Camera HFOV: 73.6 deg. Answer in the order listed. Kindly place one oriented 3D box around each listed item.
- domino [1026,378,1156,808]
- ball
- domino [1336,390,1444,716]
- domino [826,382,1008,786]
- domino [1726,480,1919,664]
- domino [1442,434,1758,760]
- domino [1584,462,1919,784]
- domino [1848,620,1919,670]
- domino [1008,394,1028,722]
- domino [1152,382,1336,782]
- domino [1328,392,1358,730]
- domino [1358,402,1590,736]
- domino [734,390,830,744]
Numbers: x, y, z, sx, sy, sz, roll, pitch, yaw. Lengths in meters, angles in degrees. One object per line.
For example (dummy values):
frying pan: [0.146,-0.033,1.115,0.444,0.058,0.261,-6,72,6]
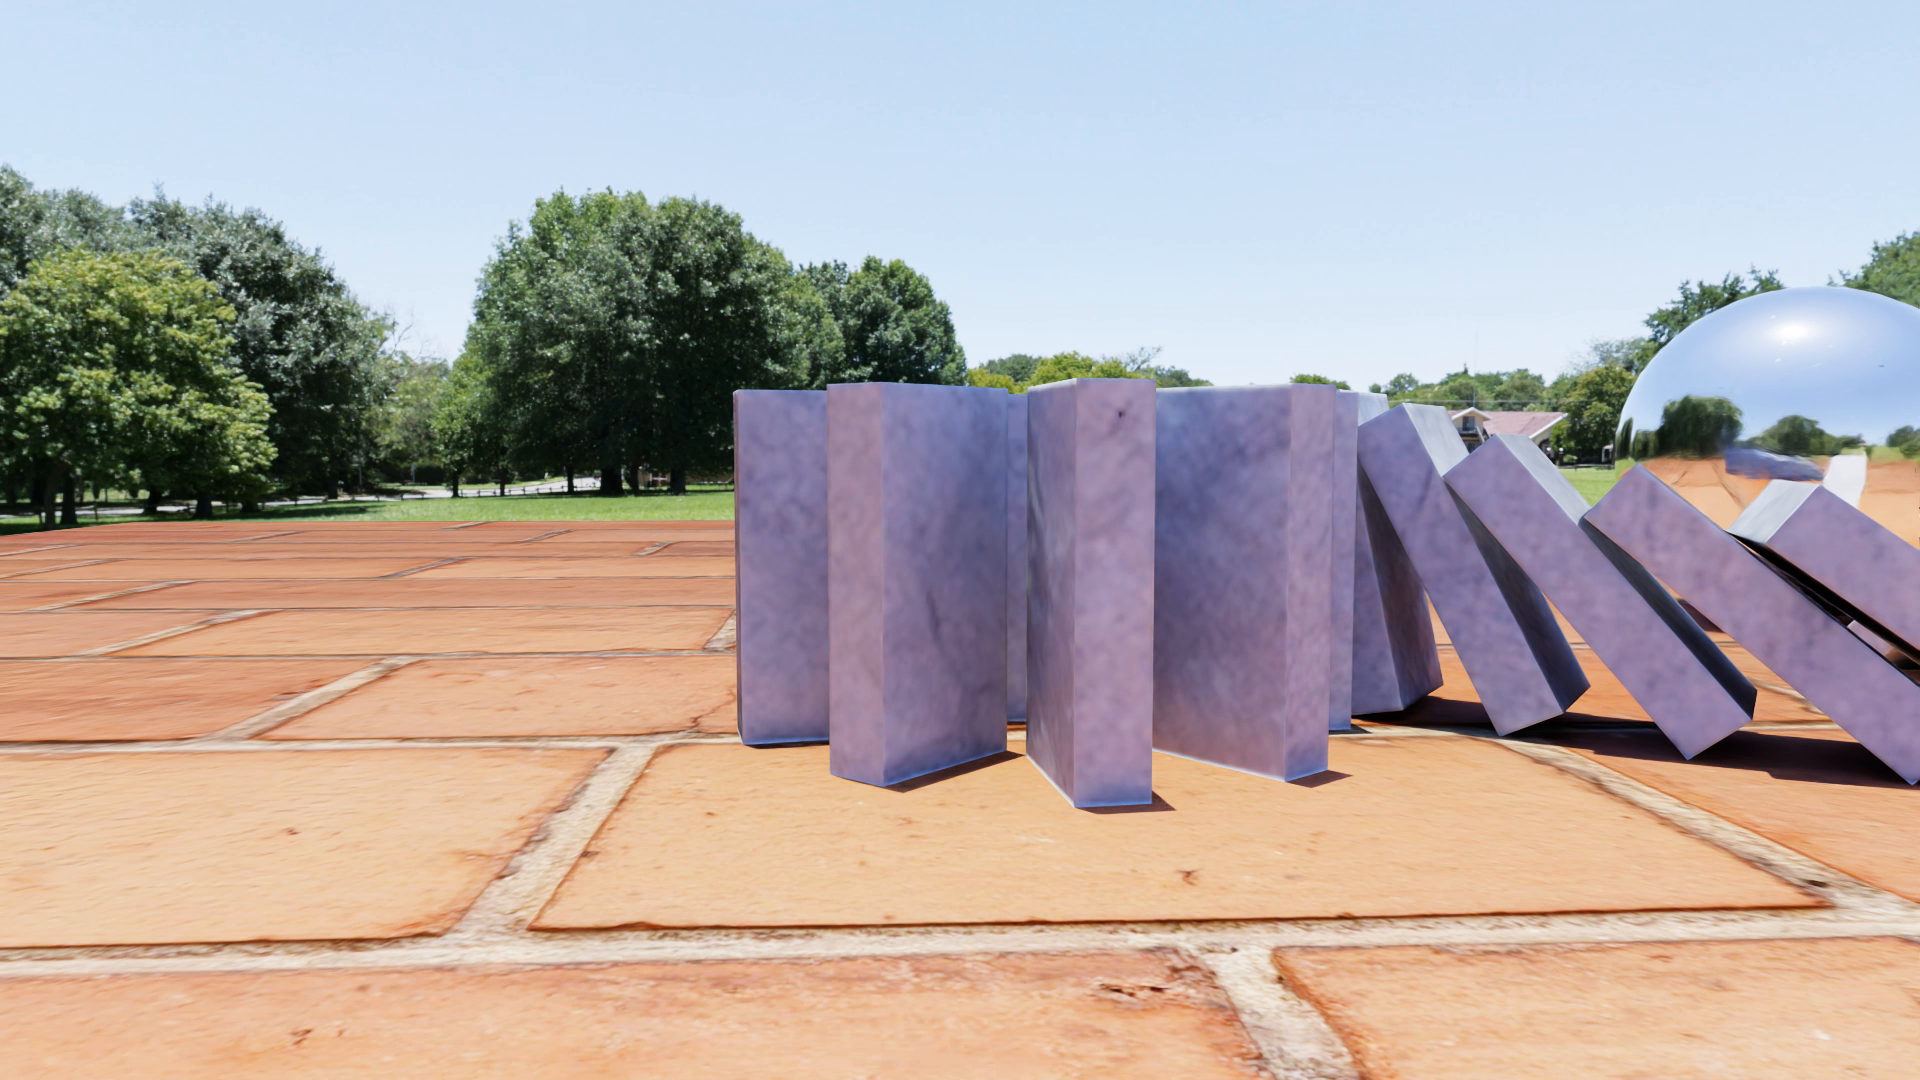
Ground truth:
domino: [0.016,0.005,0.161,0.009,0.050,0.025,-1,4,-10]
ball: [0.203,-0.021,0.311,0.080,0.080,0.080,0,4,0]
domino: [0.066,0.001,0.209,0.009,0.050,0.025,-12,-3,34]
domino: [-0.005,0.005,0.170,0.010,0.050,0.025,4,6,40]
domino: [0.128,0.011,0.167,0.050,0.010,0.025,39,16,14]
domino: [0.094,0.006,0.188,0.009,0.050,0.025,-45,-20,27]
domino: [0.111,0.009,0.177,0.050,0.009,0.025,45,23,18]
domino: [0.183,0.007,0.223,0.025,0.009,0.050,0,-34,0]
domino: [0.000,0.003,0.200,0.025,0.050,0.009,0,4,0]
domino: [0.036,0.005,0.172,0.009,0.050,0.025,-4,6,-40]
domino: [0.045,0.003,0.192,0.025,0.050,0.010,-1,4,-10]
domino: [0.079,0.003,0.199,0.009,0.050,0.025,-31,-13,32]
domino: [-0.020,0.003,0.187,0.025,0.050,0.009,-1,4,-14]
